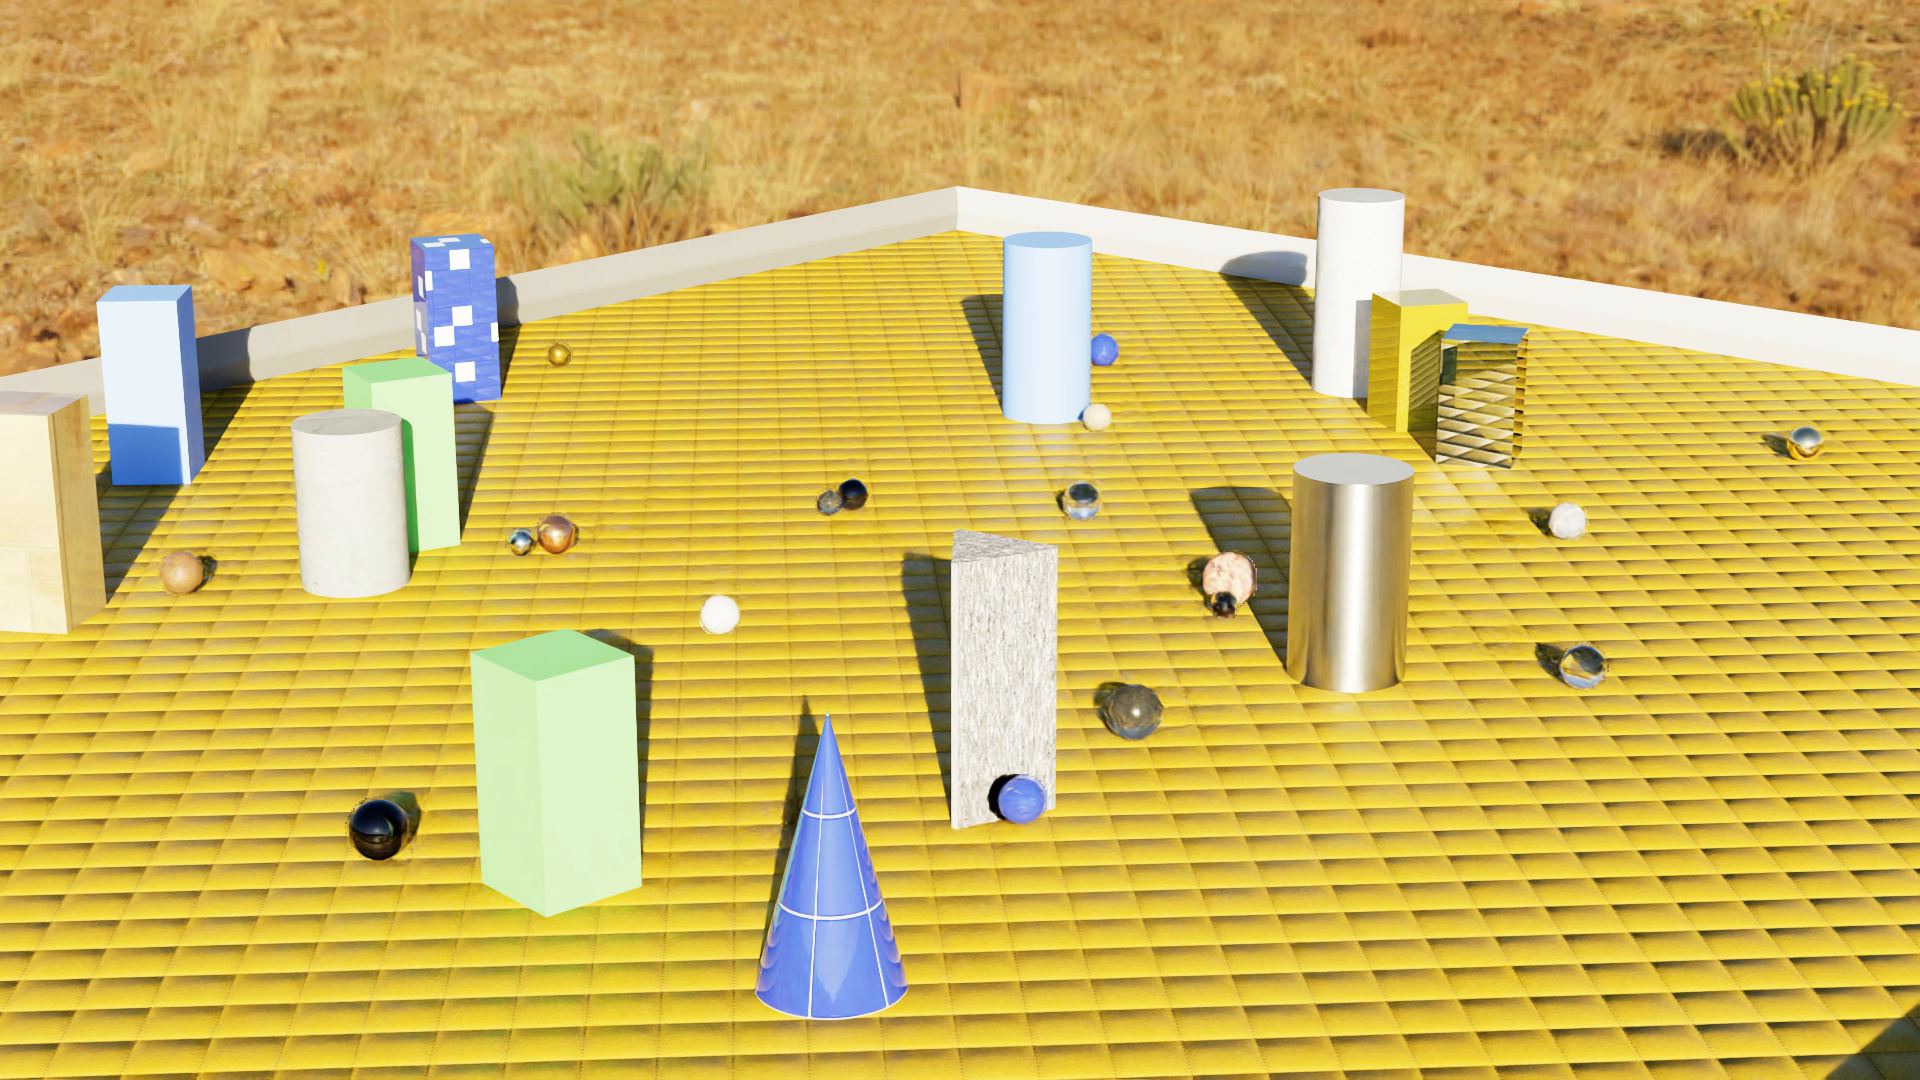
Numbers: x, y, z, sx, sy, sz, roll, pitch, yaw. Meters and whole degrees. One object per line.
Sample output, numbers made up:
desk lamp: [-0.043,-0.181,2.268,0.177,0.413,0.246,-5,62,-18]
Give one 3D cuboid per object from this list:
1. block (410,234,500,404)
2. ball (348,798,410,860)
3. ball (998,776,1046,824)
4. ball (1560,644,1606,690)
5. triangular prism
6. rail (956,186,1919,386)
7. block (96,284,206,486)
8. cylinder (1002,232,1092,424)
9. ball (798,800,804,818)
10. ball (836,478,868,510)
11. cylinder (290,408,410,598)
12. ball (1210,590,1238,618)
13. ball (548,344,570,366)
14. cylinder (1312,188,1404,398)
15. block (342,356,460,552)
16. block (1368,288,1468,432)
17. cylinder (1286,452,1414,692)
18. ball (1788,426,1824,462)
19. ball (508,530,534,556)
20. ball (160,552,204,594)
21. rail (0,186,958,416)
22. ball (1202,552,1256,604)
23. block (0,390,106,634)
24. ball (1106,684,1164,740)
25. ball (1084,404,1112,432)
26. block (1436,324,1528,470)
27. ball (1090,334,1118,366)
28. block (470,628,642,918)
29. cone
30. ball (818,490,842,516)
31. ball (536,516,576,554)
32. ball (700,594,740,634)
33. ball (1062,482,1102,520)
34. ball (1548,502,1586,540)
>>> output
block: [-1.111,-0.487,6.456,0.152,0.344,0.152,-7,18,-21]
ball: [-0.791,0.394,3.992,0.083,0.083,0.083,0,17,0]
ball: [0.086,0.364,4.101,0.067,0.067,0.067,0,17,0]
ball: [0.988,0.202,4.648,0.072,0.072,0.072,0,17,0]
triangular prism: [0.030,0.189,4.145,0.165,0.388,0.143,-9,19,-27]
rail: [1.655,-0.520,6.945,4.449,0.124,0.045,14,22,39]
block: [-1.604,-0.309,5.823,0.152,0.370,0.152,-1,17,-3]
cylinder: [0.187,-0.457,6.296,0.190,0.380,0.190,0,17,0]
ball: [-0.188,0.380,4.057,0.072,0.072,0.072,0,17,0]
ball: [-0.206,-0.087,5.621,0.060,0.060,0.060,0,17,0]
cylinder: [-1.070,-0.066,5.155,0.190,0.292,0.190,0,17,0]
ball: [0.451,0.109,4.997,0.047,0.047,0.047,0,17,0]
ball: [-0.926,-0.428,6.767,0.052,0.052,0.052,0,17,0]
cylinder: [0.883,-0.550,6.508,0.190,0.435,0.190,0,17,0]
block: [-1.027,-0.154,5.389,0.152,0.325,0.152,-10,19,-29]
block: [0.973,-0.384,6.242,0.152,0.271,0.152,-5,17,-15]
cylinder: [0.622,0.051,4.683,0.190,0.341,0.190,0,17,0]
ball: [1.720,-0.196,5.964,0.071,0.071,0.071,0,17,0]
ball: [-0.800,0.005,5.341,0.047,0.047,0.047,0,17,0]
ball: [-1.359,0.058,5.120,0.075,0.075,0.075,0,17,0]
rail: [-1.662,-0.386,6.502,0.045,0.124,5.095,14,22,39]
ball: [0.464,0.068,5.056,0.092,0.092,0.092,0,17,0]
block: [-1.560,-0.048,4.946,0.152,0.377,0.152,3,17,9]
ball: [0.263,0.260,4.430,0.087,0.087,0.087,0,17,0]
ball: [0.290,-0.259,6.193,0.061,0.061,0.061,0,17,0]
block: [1.062,-0.293,5.964,0.152,0.259,0.152,5,18,18]
ball: [0.329,-0.437,6.759,0.075,0.075,0.075,0,17,0]
block: [-0.532,0.304,3.870,0.152,0.325,0.152,-14,22,-40]
cone: [-0.159,0.377,3.568,0.190,0.361,0.190,0,17,0]
ball: [-0.249,-0.070,5.590,0.048,0.048,0.048,0,17,0]
ball: [-0.737,-0.010,5.351,0.071,0.071,0.071,0,17,0]
ball: [-0.402,0.125,4.913,0.066,0.066,0.066,0,17,0]
ball: [0.232,-0.073,5.557,0.073,0.073,0.073,0,17,0]
ball: [1.126,-0.035,5.436,0.069,0.069,0.069,0,17,0]
